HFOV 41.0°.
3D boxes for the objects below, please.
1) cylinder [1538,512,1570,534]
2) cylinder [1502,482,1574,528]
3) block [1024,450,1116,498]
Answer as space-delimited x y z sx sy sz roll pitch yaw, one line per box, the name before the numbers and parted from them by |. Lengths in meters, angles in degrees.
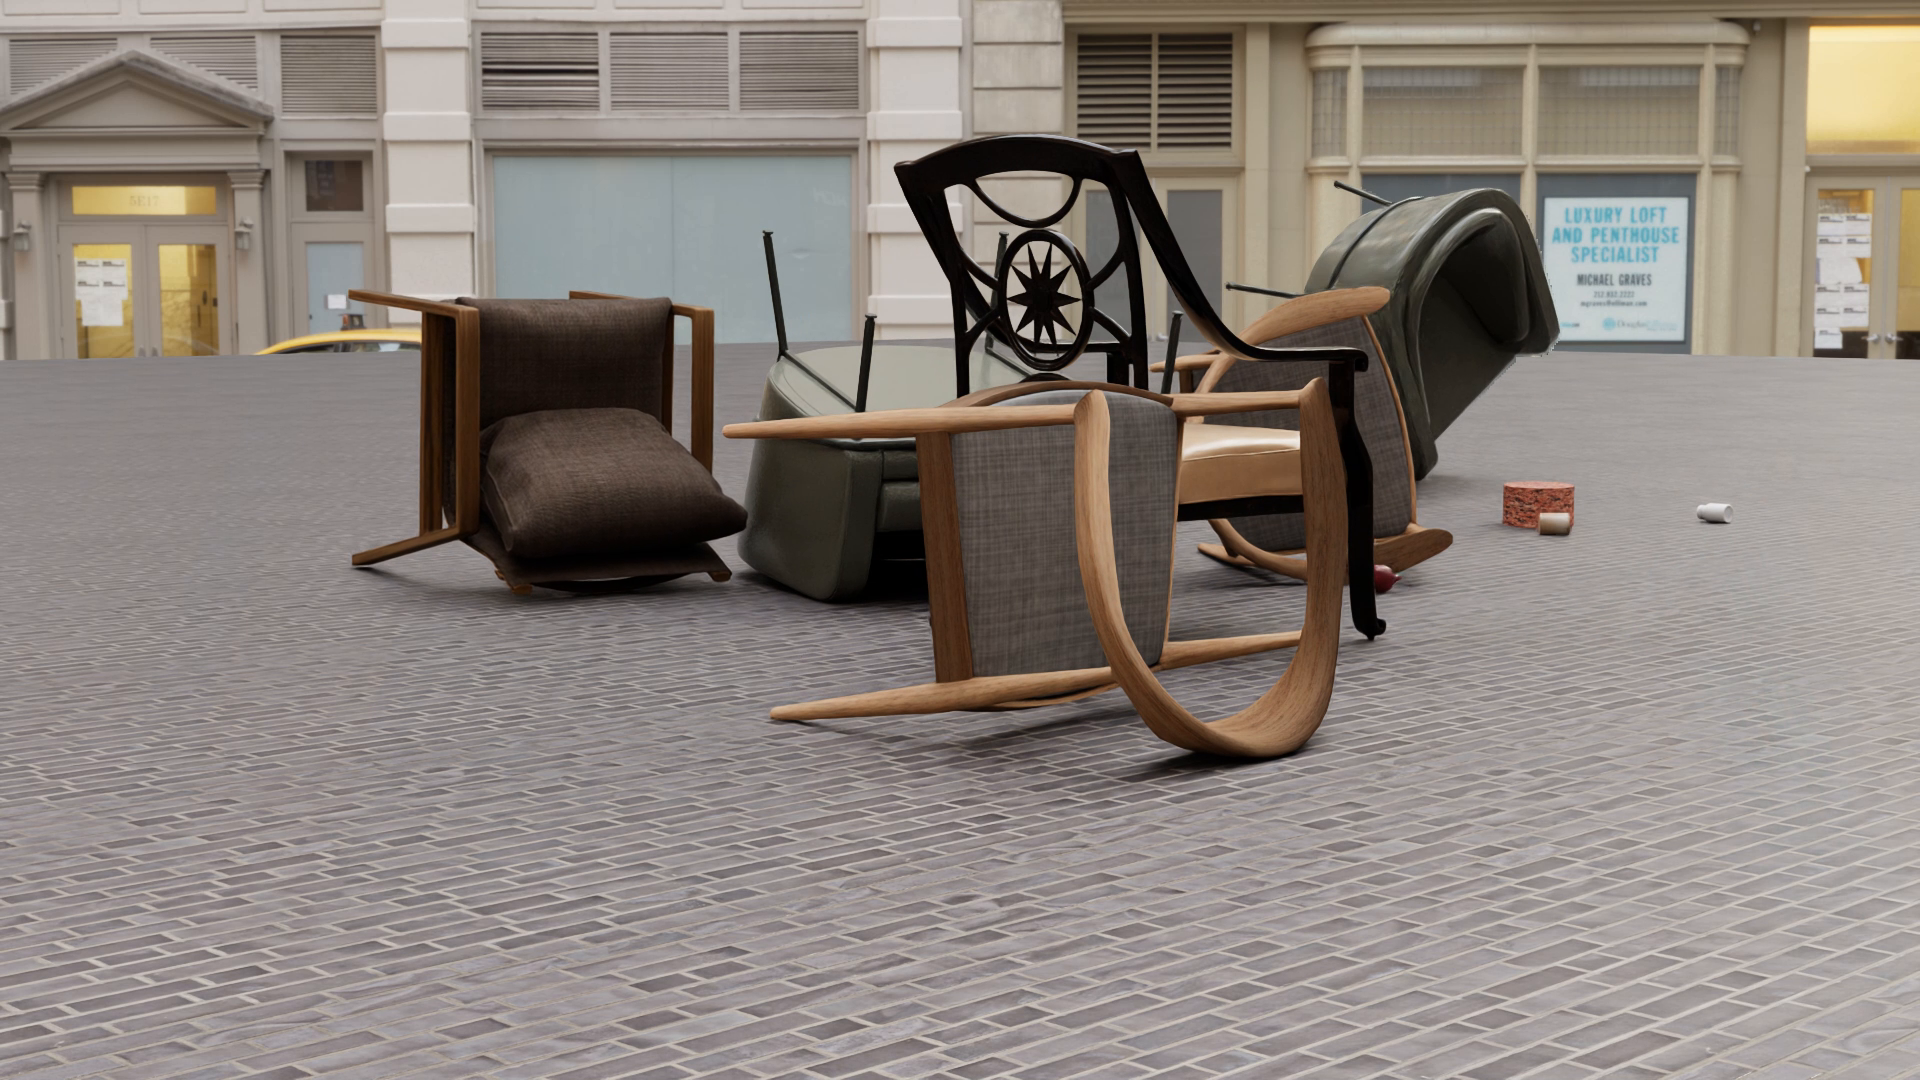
cylinder | 1.514 -0.041 6.540 0.072 0.056 0.057 1 37 7
cylinder | 1.537 -0.094 6.815 0.184 0.105 0.235 1 6 9
block | 0.331 -0.199 7.737 0.277 0.125 0.120 -6 8 -43
